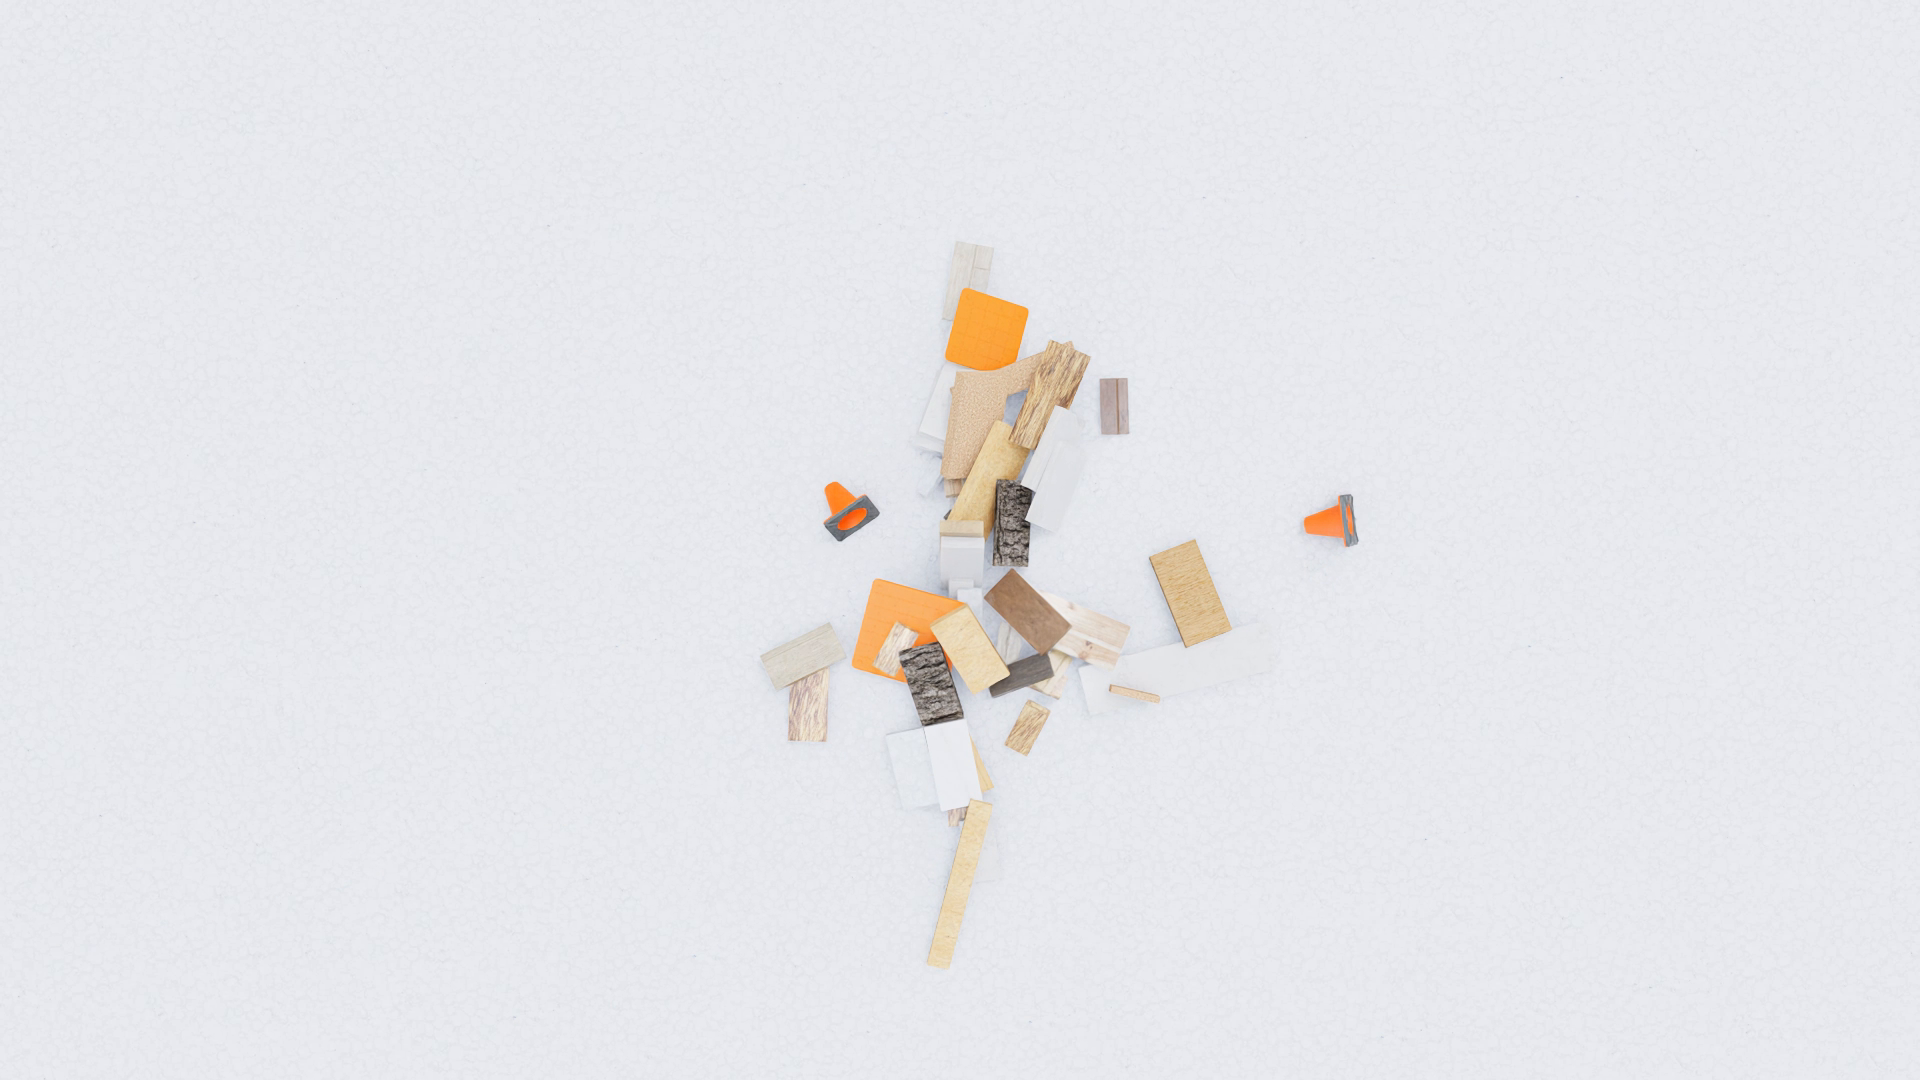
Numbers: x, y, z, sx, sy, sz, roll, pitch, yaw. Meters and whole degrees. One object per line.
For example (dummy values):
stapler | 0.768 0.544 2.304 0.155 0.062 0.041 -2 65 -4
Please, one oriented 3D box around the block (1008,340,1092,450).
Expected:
block | 0.294 -0.464 5.395 0.050 0.176 0.352 28 99 38

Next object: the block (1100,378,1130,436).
block | 0.513 -0.444 5.487 0.093 0.026 0.186 -2 90 0

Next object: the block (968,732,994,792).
block | 0.018 0.740 5.454 0.108 0.031 0.217 -25 90 0

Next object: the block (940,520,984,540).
block | 0.003 0.004 5.363 0.139 0.277 0.039 1 70 0

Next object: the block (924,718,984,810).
block | -0.021 0.737 5.419 0.140 0.040 0.280 -12 90 0

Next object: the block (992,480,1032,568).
block | 0.173 -0.054 5.433 0.040 0.142 0.284 3 90 40

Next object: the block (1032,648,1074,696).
block | 0.302 0.433 5.464 0.076 0.021 0.151 36 72 4

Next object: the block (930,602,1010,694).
block | 0.033 0.356 5.387 0.140 0.040 0.280 -30 108 7

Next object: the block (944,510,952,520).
block | -0.007 -0.096 5.478 0.048 0.014 0.096 38 78 9

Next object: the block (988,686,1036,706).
block | 0.173 0.504 5.489 0.151 0.021 0.076 11 90 0

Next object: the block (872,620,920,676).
block | -0.211 0.357 5.412 0.086 0.024 0.172 28 107 -4

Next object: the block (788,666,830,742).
block | -0.502 0.539 5.482 0.128 0.036 0.257 2 90 0

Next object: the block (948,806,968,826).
block | 0.007 0.839 5.485 0.108 0.031 0.217 -5 90 0

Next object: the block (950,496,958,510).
block | -0.009 -0.151 5.479 0.052 0.015 0.104 -1 74 0

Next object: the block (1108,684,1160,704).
block | 0.572 0.505 5.414 0.161 0.081 0.023 13 90 0

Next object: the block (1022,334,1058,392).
block | 0.257 -0.581 5.487 0.093 0.026 0.186 13 90 0

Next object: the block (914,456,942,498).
block | -0.092 -0.208 5.470 0.066 0.019 0.132 31 90 45

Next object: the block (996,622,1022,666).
block | 0.161 0.356 5.489 0.081 0.023 0.161 9 90 0

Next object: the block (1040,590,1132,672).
block | 0.386 0.301 5.449 0.322 0.046 0.161 22 88 9

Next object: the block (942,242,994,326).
block | 0.027 -0.852 5.482 0.130 0.037 0.260 10 90 0

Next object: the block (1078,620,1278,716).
block | 0.721 0.424 5.477 0.639 0.046 0.161 -14 90 0

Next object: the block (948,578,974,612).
block | 0.003 0.195 5.444 0.079 0.022 0.158 2 126 0

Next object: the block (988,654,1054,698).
block | 0.197 0.444 5.438 0.220 0.024 0.086 -21 67 10

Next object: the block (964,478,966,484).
block | 0.014 -0.189 5.466 0.052 0.015 0.103 -9 58 0

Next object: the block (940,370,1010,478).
block | 0.049 -0.375 5.370 0.176 0.050 0.352 -4 116 -31

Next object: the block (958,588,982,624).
block | 0.034 0.234 5.416 0.079 0.022 0.158 -1 110 1

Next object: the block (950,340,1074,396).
block | 0.183 -0.535 5.431 0.442 0.026 0.093 -22 99 -12

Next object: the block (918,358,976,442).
block | -0.029 -0.453 5.432 0.130 0.037 0.260 21 82 1

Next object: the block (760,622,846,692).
block | -0.518 0.387 5.451 0.257 0.036 0.128 -26 76 -7

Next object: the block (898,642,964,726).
block | -0.094 0.476 5.422 0.140 0.040 0.280 -15 112 6

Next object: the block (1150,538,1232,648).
block | 0.761 0.177 5.453 0.161 0.046 0.322 -21 82 -1

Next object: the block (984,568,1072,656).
block | 0.224 0.237 5.435 0.277 0.039 0.139 44 95 17

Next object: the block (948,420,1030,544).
block | 0.099 -0.187 5.415 0.050 0.176 0.385 26 90 37

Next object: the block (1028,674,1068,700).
block | 0.270 0.462 5.475 0.161 0.023 0.081 23 70 0

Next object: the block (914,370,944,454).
block | -0.053 -0.418 5.463 0.130 0.037 0.260 17 82 0

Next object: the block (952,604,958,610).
block | 0.008 0.292 5.461 0.079 0.022 0.158 3 110 -1

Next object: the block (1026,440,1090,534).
block | 0.321 -0.175 5.432 0.040 0.142 0.284 22 90 38

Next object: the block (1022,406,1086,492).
block | 0.309 -0.287 5.432 0.040 0.142 0.283 24 90 38

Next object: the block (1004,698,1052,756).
block | 0.224 0.623 5.475 0.086 0.024 0.172 28 97 -2

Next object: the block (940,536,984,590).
block | 0.006 0.079 5.371 0.139 0.277 0.039 2 59 0

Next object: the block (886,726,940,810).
block | -0.153 0.754 5.461 0.128 0.036 0.257 -13 96 7

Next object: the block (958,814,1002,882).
block | 0.068 1.022 5.467 0.108 0.031 0.217 -10 100 0

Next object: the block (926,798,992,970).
block | -0.002 1.137 5.437 0.076 0.021 0.588 14 100 -5

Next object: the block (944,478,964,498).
block | -0.021 -0.201 5.456 0.066 0.019 0.132 -7 57 0
